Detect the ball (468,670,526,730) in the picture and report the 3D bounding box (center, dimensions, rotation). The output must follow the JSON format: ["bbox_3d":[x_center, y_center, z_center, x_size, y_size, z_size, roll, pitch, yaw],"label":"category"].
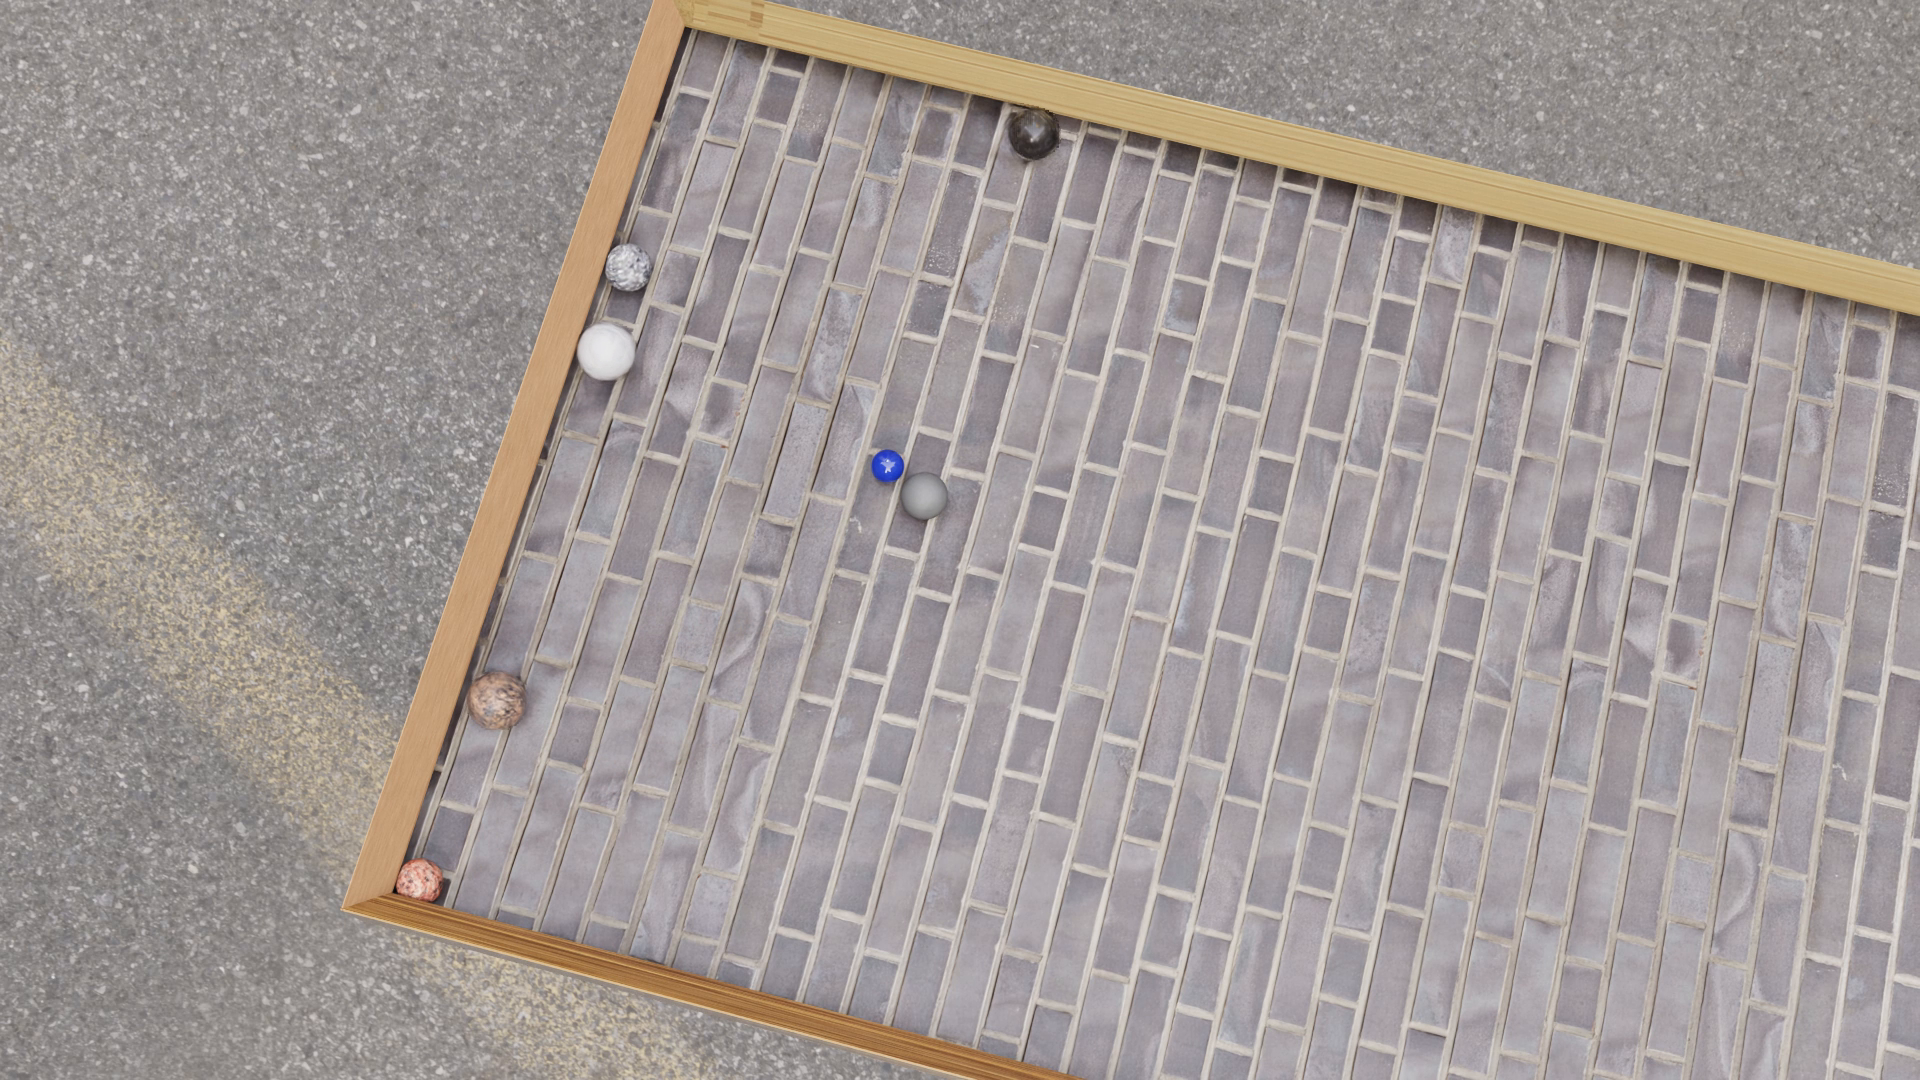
[{"bbox_3d":[-0.695,0.240,3.302,0.087,0.087,0.087,0,73,0],"label":"ball"}]

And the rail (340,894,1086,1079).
[{"bbox_3d":[0.492,0.866,3.091,2.833,0.118,0.045,14,73,4],"label":"rail"}]

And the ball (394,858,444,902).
[{"bbox_3d":[-0.794,0.503,3.230,0.069,0.069,0.069,0,73,0],"label":"ball"}]

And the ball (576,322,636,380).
[{"bbox_3d":[-0.558,-0.297,3.467,0.091,0.091,0.091,0,73,0],"label":"ball"}]

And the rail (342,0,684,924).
[{"bbox_3d":[-0.662,-0.173,3.413,0.045,0.118,1.566,14,73,4],"label":"rail"}]

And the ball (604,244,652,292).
[{"bbox_3d":[-0.530,-0.436,3.518,0.076,0.076,0.076,0,73,0],"label":"ball"}]

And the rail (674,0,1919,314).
[{"bbox_3d":[0.878,-0.536,3.526,2.833,0.118,0.045,14,73,4],"label":"rail"}]

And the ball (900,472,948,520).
[{"bbox_3d":[-0.055,-0.068,3.405,0.074,0.074,0.074,0,73,0],"label":"ball"}]

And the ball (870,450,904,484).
[{"bbox_3d":[-0.113,-0.115,3.431,0.053,0.053,0.053,0,73,0],"label":"ball"}]

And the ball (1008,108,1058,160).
[{"bbox_3d":[0.120,-0.661,3.585,0.083,0.083,0.083,0,73,0],"label":"ball"}]
